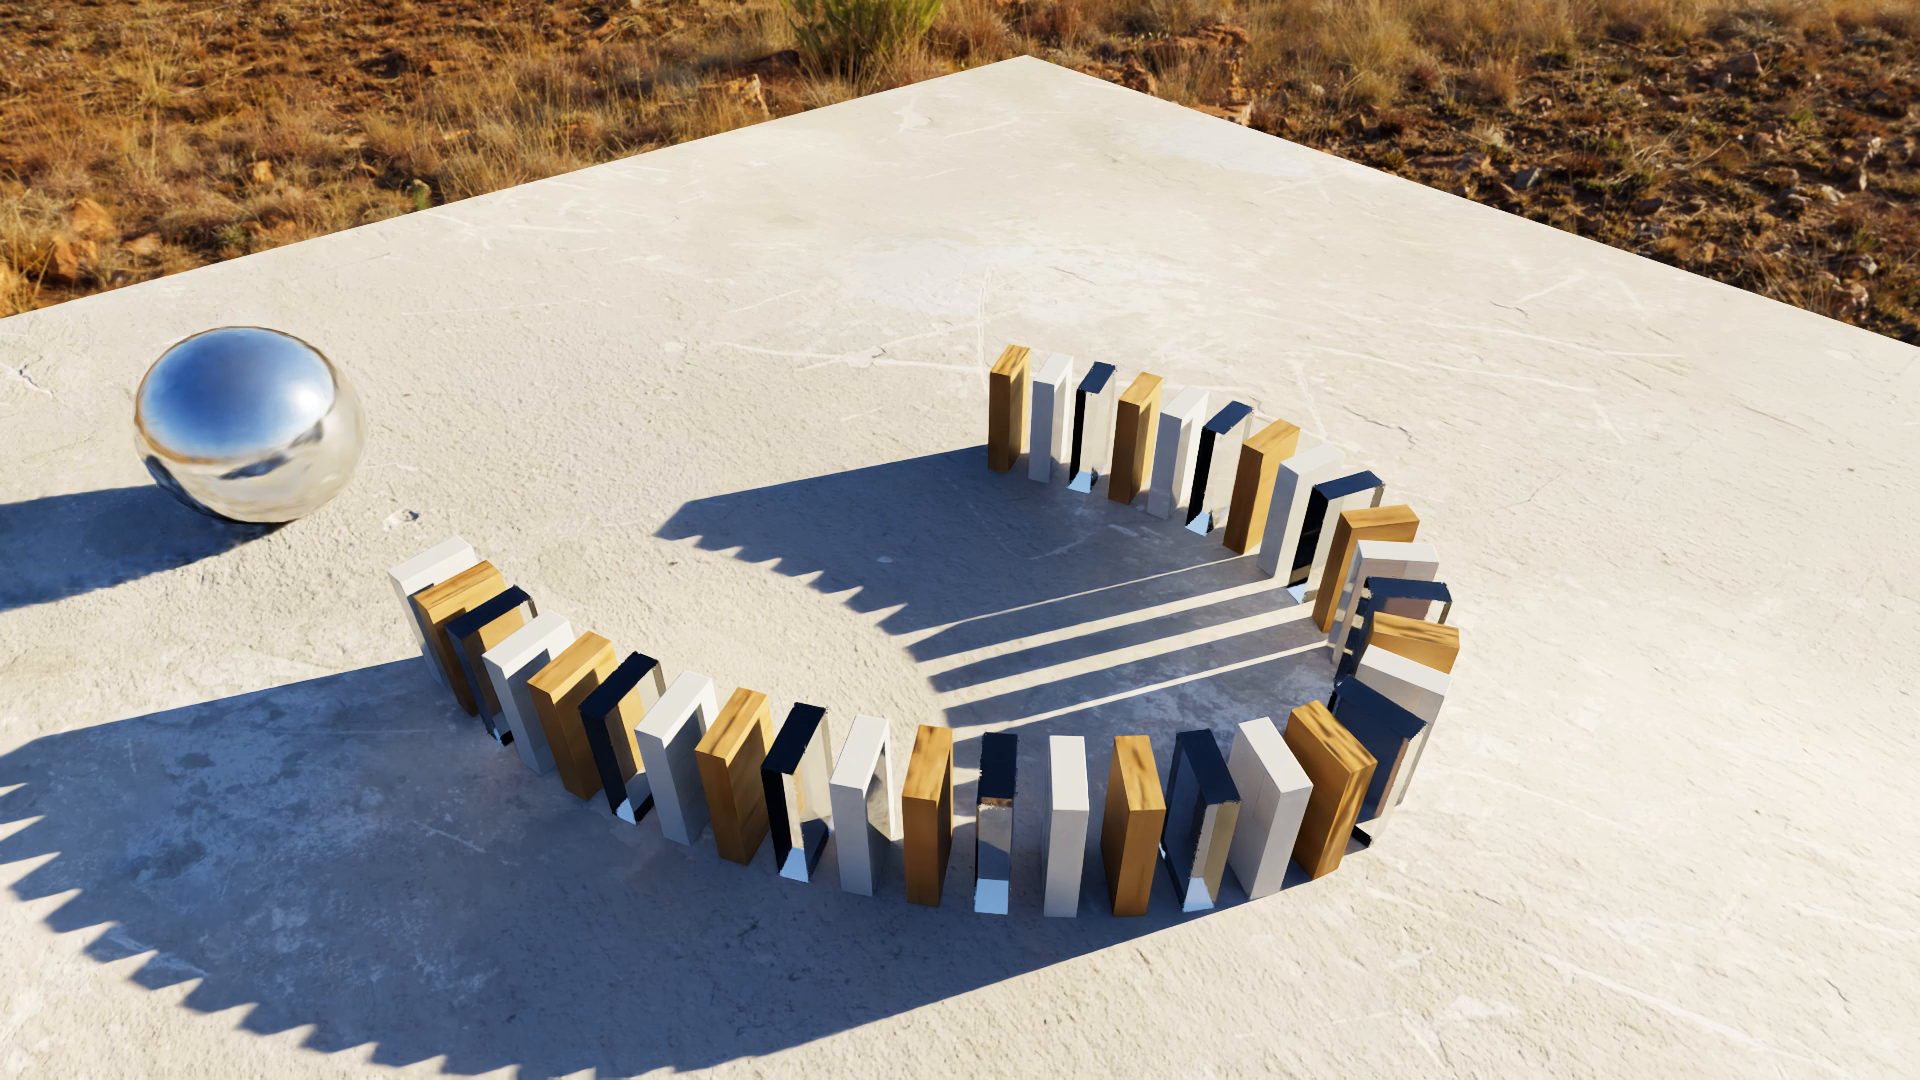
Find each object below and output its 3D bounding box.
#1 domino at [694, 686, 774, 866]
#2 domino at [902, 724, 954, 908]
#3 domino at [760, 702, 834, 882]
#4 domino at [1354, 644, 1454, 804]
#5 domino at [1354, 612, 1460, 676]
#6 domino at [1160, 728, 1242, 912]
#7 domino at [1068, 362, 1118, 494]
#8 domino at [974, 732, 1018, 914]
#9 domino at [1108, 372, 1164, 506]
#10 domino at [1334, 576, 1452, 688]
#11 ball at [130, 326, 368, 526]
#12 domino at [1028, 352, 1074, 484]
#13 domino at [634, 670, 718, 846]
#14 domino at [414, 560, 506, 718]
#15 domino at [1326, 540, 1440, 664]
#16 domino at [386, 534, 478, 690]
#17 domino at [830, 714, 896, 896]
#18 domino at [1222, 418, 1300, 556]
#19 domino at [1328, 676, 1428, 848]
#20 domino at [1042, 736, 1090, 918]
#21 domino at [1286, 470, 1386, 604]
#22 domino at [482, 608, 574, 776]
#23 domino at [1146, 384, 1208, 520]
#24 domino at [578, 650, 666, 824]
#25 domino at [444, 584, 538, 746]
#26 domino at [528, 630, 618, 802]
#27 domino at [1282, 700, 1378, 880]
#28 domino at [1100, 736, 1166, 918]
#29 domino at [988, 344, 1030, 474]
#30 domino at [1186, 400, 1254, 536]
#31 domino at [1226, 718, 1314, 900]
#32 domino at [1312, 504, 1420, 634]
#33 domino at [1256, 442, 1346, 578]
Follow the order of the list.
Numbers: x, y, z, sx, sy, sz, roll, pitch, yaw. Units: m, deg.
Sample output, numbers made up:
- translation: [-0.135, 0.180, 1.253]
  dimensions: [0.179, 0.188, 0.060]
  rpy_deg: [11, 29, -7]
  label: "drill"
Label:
- translation: [-0.064, 0.070, 0.325]
  dimensions: [0.010, 0.050, 0.025]
  rpy_deg: [12, 41, 15]
  label: "domino"
- translation: [-0.009, 0.079, 0.315]
  dimensions: [0.010, 0.050, 0.025]
  rpy_deg: [6, 40, 7]
  label: "domino"
- translation: [-0.046, 0.074, 0.321]
  dimensions: [0.009, 0.050, 0.025]
  rpy_deg: [10, 40, 12]
  label: "domino"
- translation: [0.132, 0.058, 0.341]
  dimensions: [0.025, 0.050, 0.010]
  rpy_deg: [22, 44, 25]
  label: "domino"
- translation: [0.140, 0.047, 0.354]
  dimensions: [0.025, 0.050, 0.009]
  rpy_deg: [11, 41, 13]
  label: "domino"
- translation: [0.067, 0.080, 0.313]
  dimensions: [0.009, 0.050, 0.025]
  rpy_deg: [-6, 40, -7]
  label: "domino"
- translation: [0.057, -0.048, 0.470]
  dimensions: [0.009, 0.050, 0.025]
  rpy_deg: [16, 42, 18]
  label: "domino"
- translation: [0.010, 0.081, 0.313]
  dimensions: [0.010, 0.050, 0.025]
  rpy_deg: [4, 39, 4]
  label: "domino"
- translation: [0.074, -0.042, 0.463]
  dimensions: [0.009, 0.050, 0.025]
  rpy_deg: [20, 43, 22]
  label: "domino"
- translation: [0.144, 0.035, 0.369]
  dimensions: [0.025, 0.050, 0.009]
  rpy_deg: [5, 40, 6]
  label: "domino"
- translation: [-0.285, -0.046, 0.444]
  dimensions: [0.080, 0.080, 0.080]
  rpy_deg: [0, 39, 0]
  label: "ball"
- translation: [0.039, -0.053, 0.476]
  dimensions: [0.010, 0.050, 0.025]
  rpy_deg: [14, 41, 17]
  label: "domino"
- translation: [-0.082, 0.066, 0.331]
  dimensions: [0.010, 0.050, 0.025]
  rpy_deg: [15, 42, 17]
  label: "domino"
- translation: [-0.162, 0.034, 0.370]
  dimensions: [0.009, 0.050, 0.025]
  rpy_deg: [30, 48, 32]
  label: "domino"
- translation: [0.146, 0.023, 0.383]
  dimensions: [0.025, 0.050, 0.009]
  rpy_deg: [3, 39, 4]
  label: "domino"
- translation: [-0.176, 0.025, 0.380]
  dimensions: [0.010, 0.050, 0.025]
  rpy_deg: [29, 47, 30]
  label: "domino"
- translation: [-0.028, 0.077, 0.317]
  dimensions: [0.010, 0.050, 0.025]
  rpy_deg: [8, 40, 10]
  label: "domino"
- translation: [0.119, -0.021, 0.437]
  dimensions: [0.025, 0.050, 0.010]
  rpy_deg: [-32, 49, -33]
  label: "domino"
- translation: [0.120, 0.067, 0.330]
  dimensions: [0.009, 0.050, 0.025]
  rpy_deg: [-30, 48, -32]
  label: "domino"
- translation: [0.029, 0.082, 0.312]
  dimensions: [0.009, 0.050, 0.025]
  rpy_deg: [1, 39, 1]
  label: "domino"
- translation: [0.140, -0.001, 0.412]
  dimensions: [0.025, 0.050, 0.010]
  rpy_deg: [-15, 42, -18]
  label: "domino"
- translation: [-0.133, 0.049, 0.352]
  dimensions: [0.010, 0.050, 0.025]
  rpy_deg: [23, 45, 26]
  label: "domino"
- translation: [0.090, -0.036, 0.455]
  dimensions: [0.010, 0.050, 0.025]
  rpy_deg: [23, 45, 26]
  label: "domino"
- translation: [-0.099, 0.061, 0.337]
  dimensions: [0.009, 0.050, 0.025]
  rpy_deg: [17, 42, 20]
  label: "domino"
- translation: [-0.148, 0.042, 0.361]
  dimensions: [0.009, 0.050, 0.025]
  rpy_deg: [28, 47, 30]
  label: "domino"
- translation: [-0.116, 0.055, 0.344]
  dimensions: [0.009, 0.050, 0.025]
  rpy_deg: [20, 43, 22]
  label: "domino"
- translation: [0.104, 0.074, 0.322]
  dimensions: [0.009, 0.050, 0.025]
  rpy_deg: [-17, 42, -19]
  label: "domino"
- translation: [0.048, 0.082, 0.312]
  dimensions: [0.009, 0.050, 0.025]
  rpy_deg: [-2, 39, -2]
  label: "domino"
- translation: [0.021, -0.057, 0.481]
  dimensions: [0.009, 0.050, 0.025]
  rpy_deg: [14, 41, 16]
  label: "domino"
- translation: [0.105, -0.029, 0.447]
  dimensions: [0.009, 0.050, 0.025]
  rpy_deg: [27, 47, 29]
  label: "domino"
- translation: [0.086, 0.078, 0.317]
  dimensions: [0.009, 0.050, 0.025]
  rpy_deg: [-10, 40, -12]
  label: "domino"
- translation: [0.146, 0.011, 0.398]
  dimensions: [0.025, 0.050, 0.009]
  rpy_deg: [-6, 40, -8]
  label: "domino"
- translation: [0.131, -0.011, 0.425]
  dimensions: [0.025, 0.050, 0.009]
  rpy_deg: [-23, 44, -25]
  label: "domino"
